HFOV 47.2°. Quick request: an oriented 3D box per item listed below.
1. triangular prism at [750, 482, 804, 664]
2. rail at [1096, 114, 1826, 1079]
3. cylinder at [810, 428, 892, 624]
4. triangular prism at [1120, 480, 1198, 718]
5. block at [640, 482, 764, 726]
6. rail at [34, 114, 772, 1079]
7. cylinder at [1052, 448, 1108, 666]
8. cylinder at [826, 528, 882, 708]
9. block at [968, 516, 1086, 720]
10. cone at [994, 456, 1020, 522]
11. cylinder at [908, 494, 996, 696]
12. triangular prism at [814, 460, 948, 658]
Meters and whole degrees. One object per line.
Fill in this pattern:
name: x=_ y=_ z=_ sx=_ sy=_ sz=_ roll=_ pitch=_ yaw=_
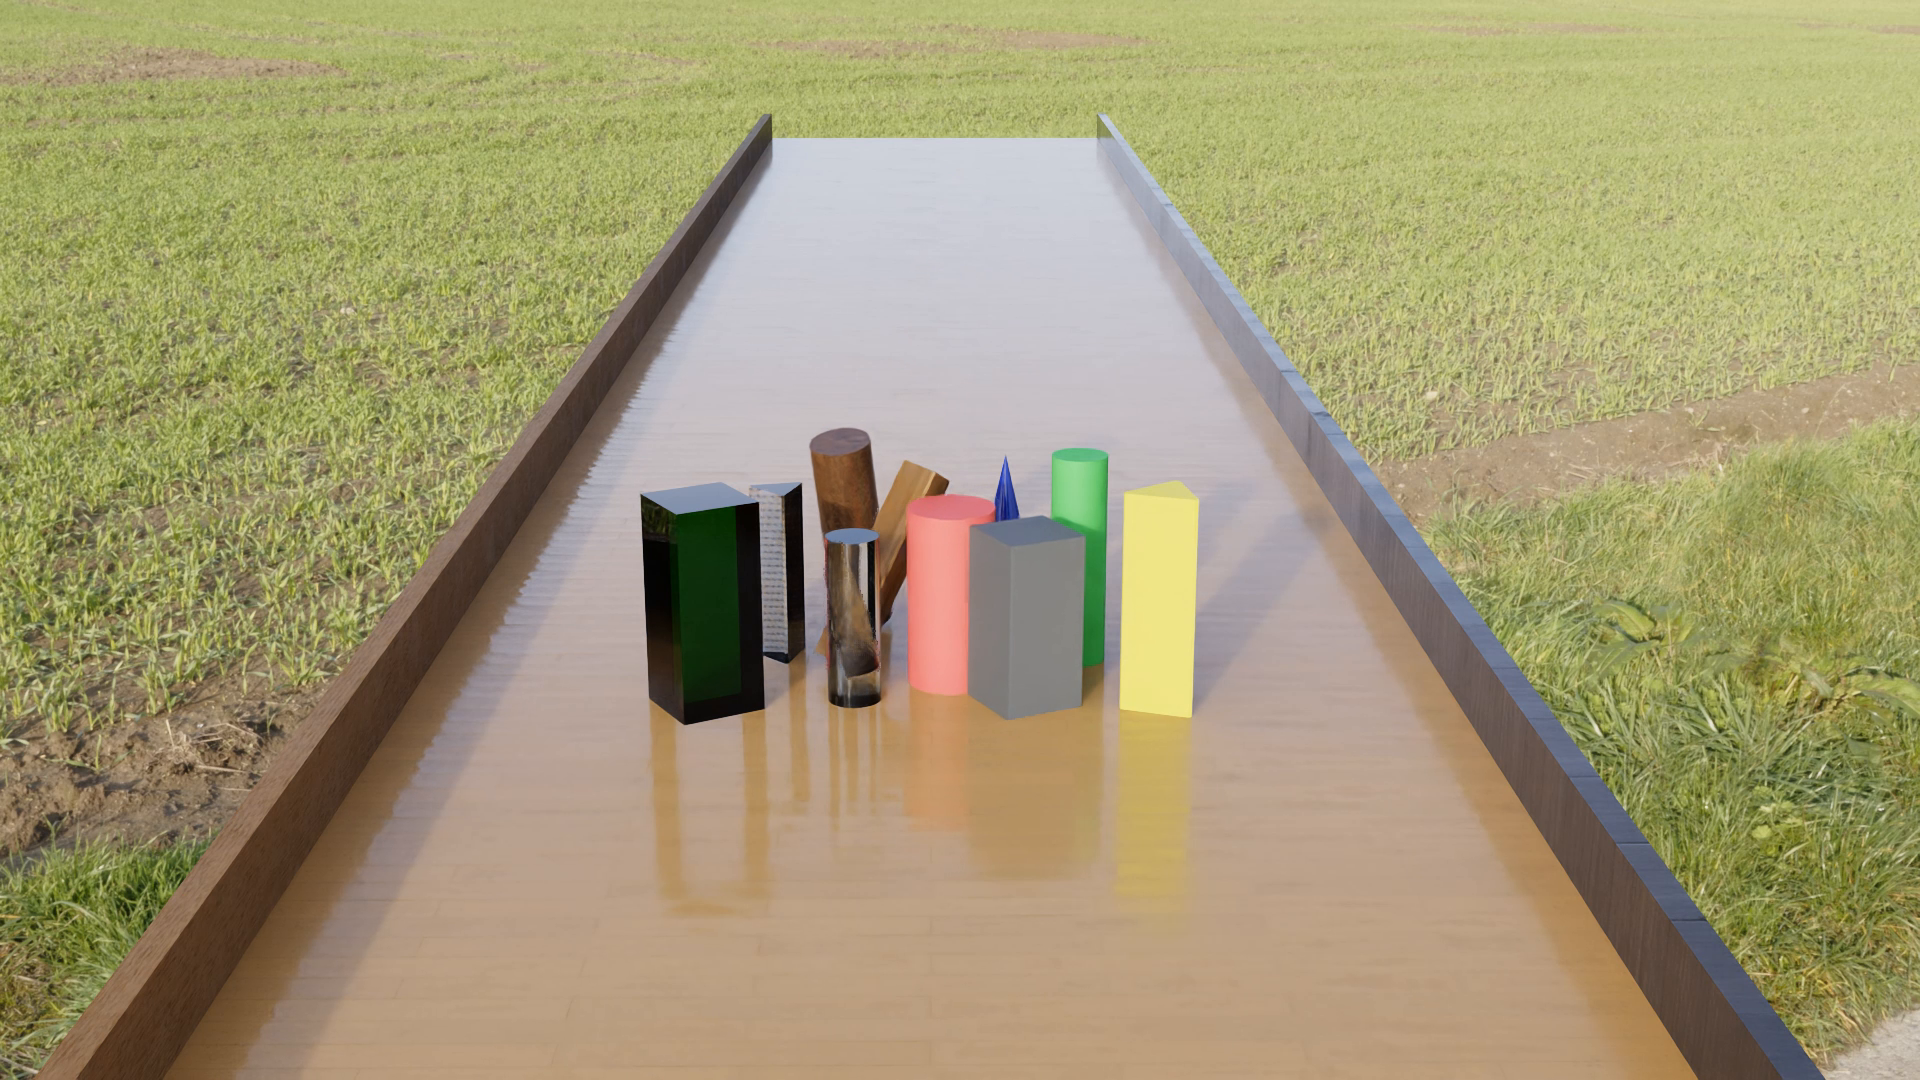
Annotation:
triangular prism: x=-0.350 y=0.061 z=4.411 sx=0.091 sy=0.349 sz=0.105 roll=-15 pitch=22 yaw=-42
rail: x=0.932 y=-0.844 z=7.801 sx=0.050 sy=0.150 sz=12.000 roll=0 pitch=17 yaw=-1
cylinder: x=-0.224 y=-0.021 z=4.546 sx=0.124 sy=0.410 sz=0.124 roll=-5 pitch=29 yaw=3
triangular prism: x=0.387 y=0.107 z=4.128 sx=0.138 sy=0.422 sz=0.120 roll=6 pitch=18 yaw=19
block: x=-0.482 y=0.117 z=4.122 sx=0.165 sy=0.406 sz=0.165 roll=-10 pitch=19 yaw=-29
rail: x=-1.118 y=-0.838 z=7.780 sx=0.050 sy=0.150 sz=12.000 roll=0 pitch=17 yaw=-1
cylinder: x=0.235 y=0.035 z=4.369 sx=0.111 sy=0.422 sz=0.111 roll=0 pitch=17 yaw=0
cylinder: x=-0.202 y=0.148 z=4.160 sx=0.102 sy=0.325 sz=0.102 roll=0 pitch=17 yaw=0
block: x=0.124 y=0.145 z=4.145 sx=0.159 sy=0.338 sz=0.159 roll=-8 pitch=19 yaw=-27
cone: x=0.096 y=-0.013 z=4.661 sx=0.160 sy=0.348 sz=0.160 roll=0 pitch=17 yaw=0
cylinder: x=-0.017 y=0.105 z=4.253 sx=0.171 sy=0.352 sz=0.171 roll=0 pitch=17 yaw=0
triangular prism: x=-0.161 y=0.047 z=4.323 sx=0.087 sy=0.416 sz=0.101 roll=25 pitch=-2 yaw=19
